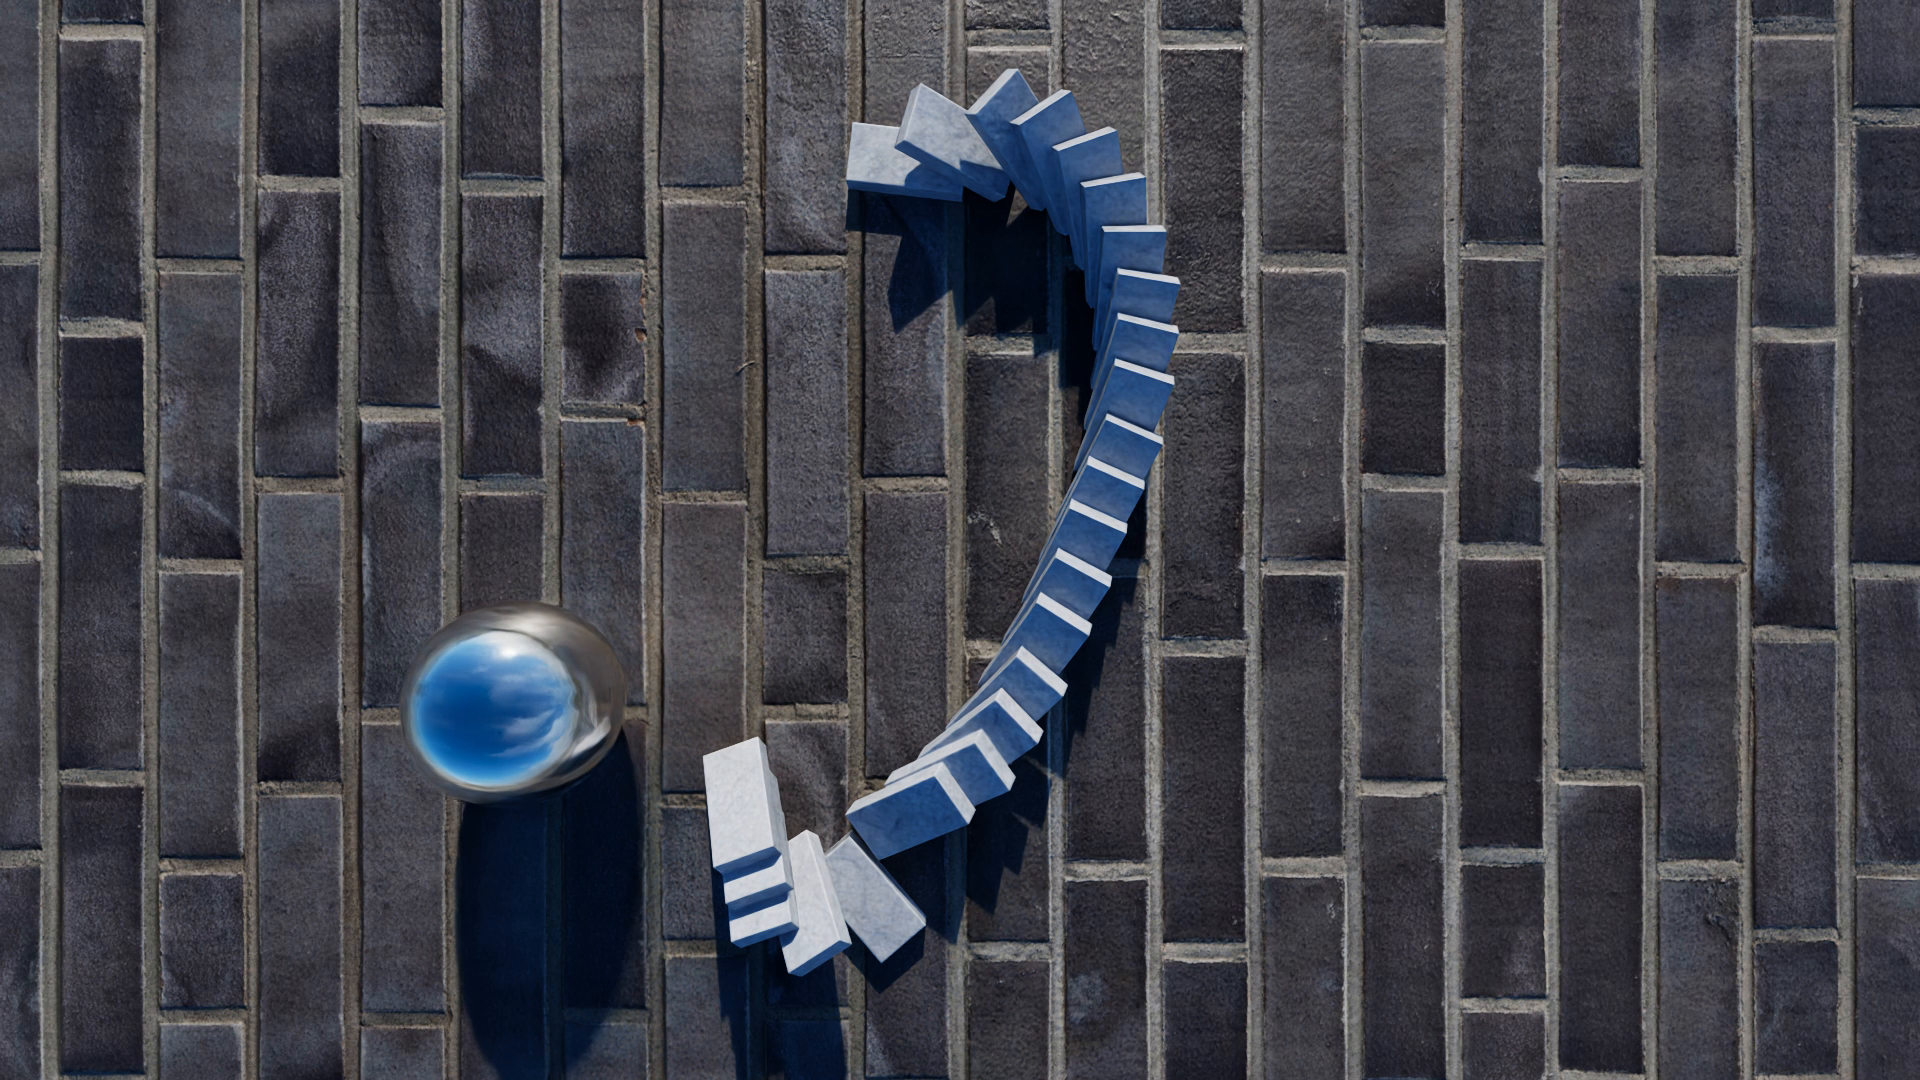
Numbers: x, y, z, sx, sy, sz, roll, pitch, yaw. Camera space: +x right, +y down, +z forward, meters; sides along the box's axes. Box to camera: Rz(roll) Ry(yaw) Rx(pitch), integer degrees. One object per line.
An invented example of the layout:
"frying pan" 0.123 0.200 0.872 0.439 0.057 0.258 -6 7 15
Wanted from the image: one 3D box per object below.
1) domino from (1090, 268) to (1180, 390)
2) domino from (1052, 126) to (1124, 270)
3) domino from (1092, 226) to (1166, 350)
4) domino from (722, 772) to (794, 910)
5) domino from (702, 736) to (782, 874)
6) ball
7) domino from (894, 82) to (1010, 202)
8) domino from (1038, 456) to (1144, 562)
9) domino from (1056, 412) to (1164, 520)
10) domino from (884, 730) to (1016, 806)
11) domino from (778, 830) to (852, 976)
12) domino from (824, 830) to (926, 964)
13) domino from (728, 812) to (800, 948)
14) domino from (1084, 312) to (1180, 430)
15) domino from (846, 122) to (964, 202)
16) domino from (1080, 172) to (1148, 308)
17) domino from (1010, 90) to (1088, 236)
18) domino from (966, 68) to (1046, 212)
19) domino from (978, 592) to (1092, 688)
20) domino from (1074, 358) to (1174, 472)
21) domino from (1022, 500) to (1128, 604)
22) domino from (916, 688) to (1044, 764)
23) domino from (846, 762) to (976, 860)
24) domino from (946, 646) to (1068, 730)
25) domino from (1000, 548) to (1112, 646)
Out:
"domino" 0.072 -0.086 0.382 0.025 0.009 0.050 9 123 -1
"domino" 0.056 -0.142 0.382 0.025 0.010 0.050 -20 125 -2
"domino" 0.070 -0.104 0.382 0.025 0.009 0.050 0 123 0
"domino" -0.086 0.124 0.381 0.025 0.010 0.050 -20 51 0
"domino" -0.091 0.109 0.381 0.025 0.009 0.050 -20 51 0
"ball" -0.173 0.064 0.360 0.080 0.080 0.080 0 90 0
"domino" 0.000 -0.165 0.383 0.050 0.009 0.025 18 85 -29
"domino" 0.055 -0.007 0.384 0.025 0.010 0.050 24 119 0
"domino" 0.062 -0.025 0.384 0.025 0.010 0.050 24 119 0
"domino" -0.005 0.101 0.383 0.050 0.010 0.025 -31 98 27
"domino" -0.064 0.149 0.379 0.025 0.009 0.050 -34 49 6
"domino" -0.040 0.154 0.395 0.025 0.010 0.050 -41 90 0
"domino" -0.083 0.139 0.380 0.025 0.010 0.050 -19 51 1
"domino" 0.071 -0.067 0.382 0.025 0.010 0.050 14 123 -1
"domino" -0.022 -0.163 0.395 0.050 0.010 0.025 7 90 0
"domino" 0.064 -0.124 0.382 0.025 0.010 0.050 -10 124 -2
"domino" 0.043 -0.156 0.381 0.025 0.010 0.050 -34 126 -2
"domino" 0.027 -0.166 0.381 0.025 0.010 0.050 -47 127 0
"domino" 0.031 0.048 0.384 0.025 0.009 0.050 32 119 0
"domino" 0.068 -0.048 0.383 0.025 0.010 0.050 18 123 0
"domino" 0.047 0.010 0.383 0.025 0.009 0.050 24 119 0
"domino" 0.008 0.086 0.383 0.025 0.009 0.050 46 118 -3
"domino" -0.021 0.114 0.383 0.050 0.009 0.025 -30 98 27
"domino" 0.019 0.070 0.385 0.025 0.009 0.050 41 117 0
"domino" 0.040 0.030 0.384 0.025 0.009 0.050 29 119 0
